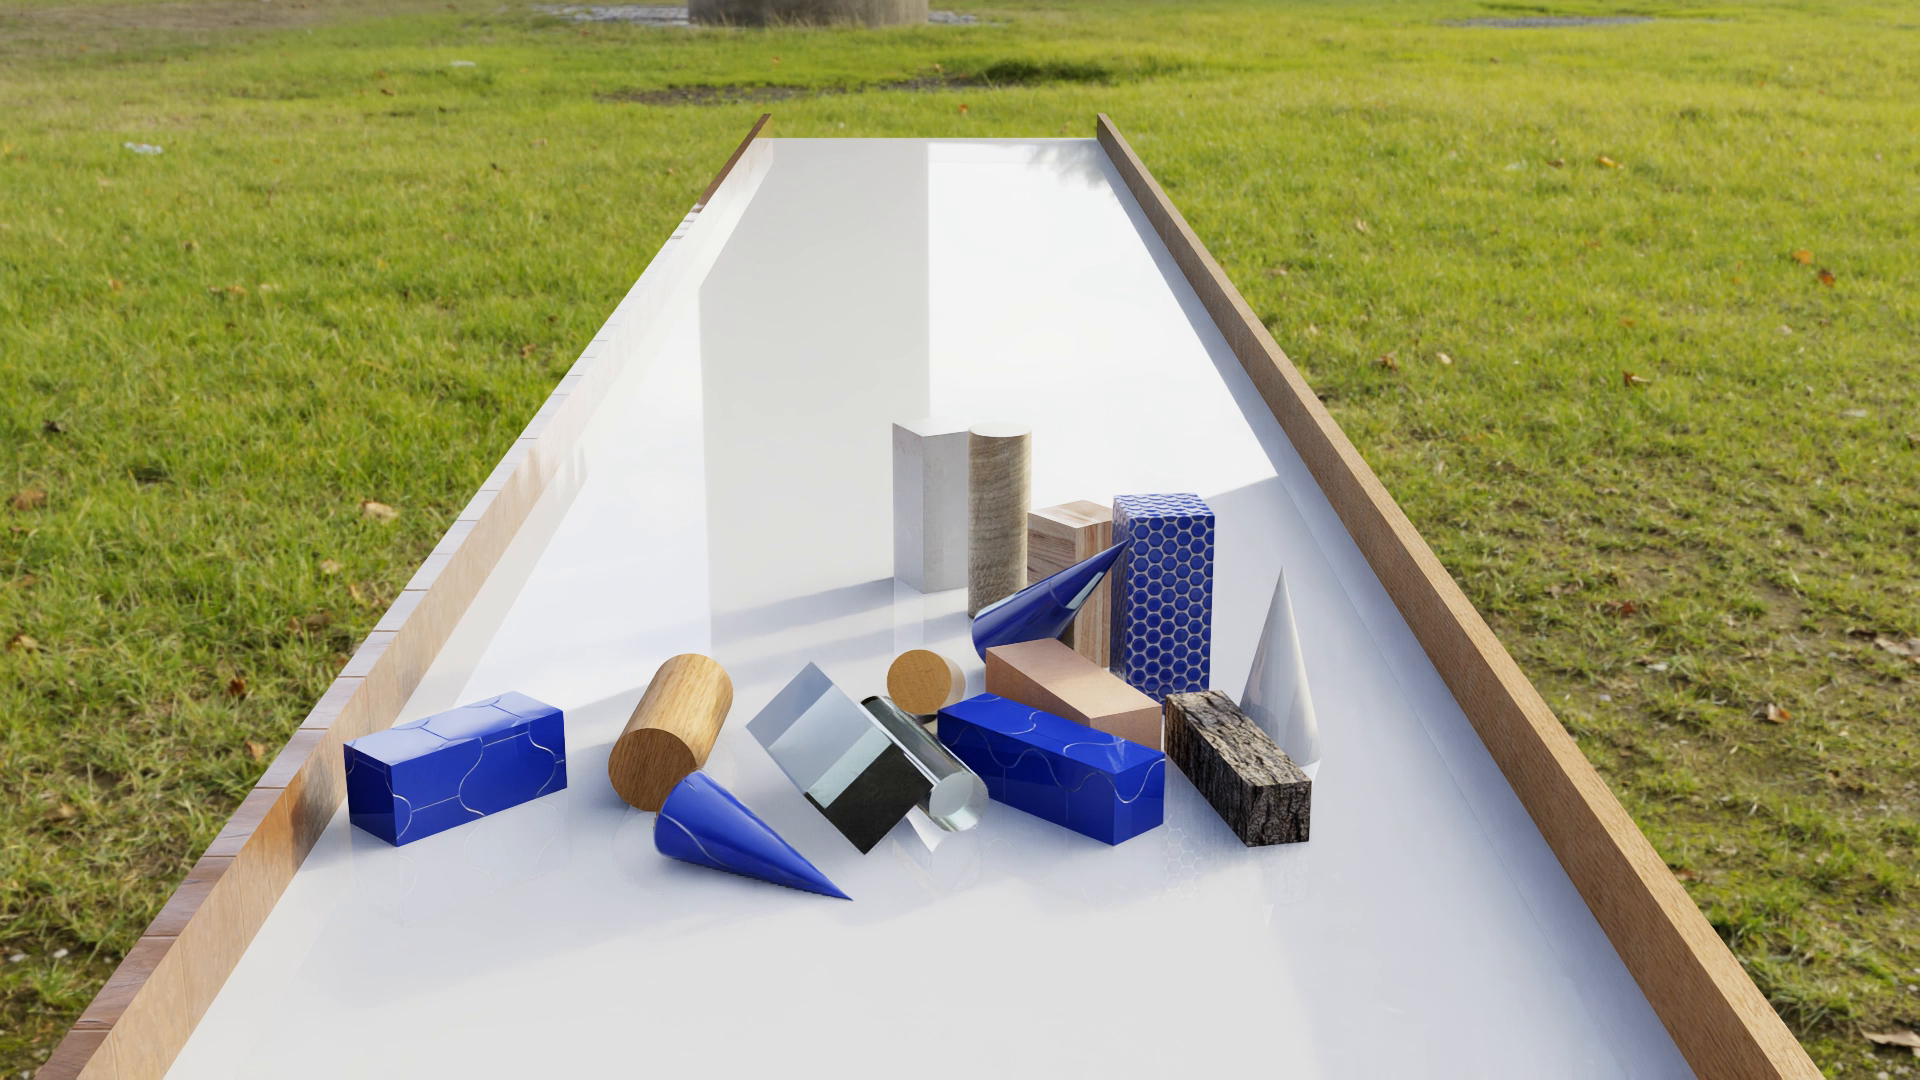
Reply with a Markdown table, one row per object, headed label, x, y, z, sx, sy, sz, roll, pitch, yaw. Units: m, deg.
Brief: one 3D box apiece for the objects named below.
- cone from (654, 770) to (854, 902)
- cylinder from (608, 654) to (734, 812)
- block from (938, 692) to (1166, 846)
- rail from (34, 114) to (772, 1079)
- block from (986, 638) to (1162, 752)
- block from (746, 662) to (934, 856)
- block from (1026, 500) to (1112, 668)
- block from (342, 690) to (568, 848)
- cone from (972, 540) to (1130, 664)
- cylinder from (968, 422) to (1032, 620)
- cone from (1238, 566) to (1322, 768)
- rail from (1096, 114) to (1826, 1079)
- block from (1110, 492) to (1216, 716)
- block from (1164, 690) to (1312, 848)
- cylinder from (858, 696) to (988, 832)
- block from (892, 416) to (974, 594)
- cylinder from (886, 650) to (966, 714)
| label | x | y | z | sx | sy | sz | roll | pitch | yaw |
| --- | --- | --- | --- | --- | --- | --- | --- | --- | --- |
| cone | -0.301 | 0.494 | 3.438 | 0.334 | 0.146 | 0.146 | 23 | 25 | 25 |
| cylinder | -0.501 | 0.331 | 3.849 | 0.151 | 0.151 | 0.372 | 1 | 17 | 3 |
| block | 0.149 | 0.382 | 3.721 | 0.406 | 0.126 | 0.126 | 16 | 23 | 42 |
| rail | -1.118 | -0.838 | 7.780 | 0.050 | 0.150 | 12.000 | 0 | 17 | -1 |
| block | 0.197 | 0.309 | 3.939 | 0.141 | 0.141 | 0.397 | -8 | 18 | -25 |
| block | -0.203 | 0.356 | 3.639 | 0.158 | 0.158 | 0.319 | -45 | 27 | -5 |
| block | 0.237 | 0.094 | 4.378 | 0.147 | 0.304 | 0.147 | -12 | 21 | -36 |
| block | -0.845 | 0.380 | 3.700 | 0.142 | 0.142 | 0.339 | 15 | 22 | 41 |
| cone | 0.203 | 0.098 | 4.169 | 0.163 | 0.163 | 0.447 | -14 | -19 | -38 |
| cylinder | 0.083 | -0.036 | 4.632 | 0.133 | 0.407 | 0.133 | 0 | 17 | 0 |
| cone | 0.565 | 0.210 | 3.905 | 0.172 | 0.351 | 0.172 | 0 | 17 | 0 |
| rail | 0.932 | -0.844 | 7.801 | 0.050 | 0.150 | 12.000 | 0 | 17 | -1 |
| block | 0.378 | 0.121 | 4.143 | 0.159 | 0.387 | 0.159 | -2 | 17 | -7 |
| block | 0.467 | 0.383 | 3.752 | 0.106 | 0.106 | 0.429 | -4 | 17 | -13 |
| cylinder | -0.076 | 0.379 | 3.769 | 0.106 | 0.106 | 0.384 | -7 | 18 | -22 |
| block | -0.049 | -0.080 | 4.872 | 0.149 | 0.356 | 0.149 | -9 | 19 | -26 |
| cylinder | -0.058 | 0.257 | 3.942 | 0.111 | 0.111 | 0.378 | 1 | -4 | 4 |
